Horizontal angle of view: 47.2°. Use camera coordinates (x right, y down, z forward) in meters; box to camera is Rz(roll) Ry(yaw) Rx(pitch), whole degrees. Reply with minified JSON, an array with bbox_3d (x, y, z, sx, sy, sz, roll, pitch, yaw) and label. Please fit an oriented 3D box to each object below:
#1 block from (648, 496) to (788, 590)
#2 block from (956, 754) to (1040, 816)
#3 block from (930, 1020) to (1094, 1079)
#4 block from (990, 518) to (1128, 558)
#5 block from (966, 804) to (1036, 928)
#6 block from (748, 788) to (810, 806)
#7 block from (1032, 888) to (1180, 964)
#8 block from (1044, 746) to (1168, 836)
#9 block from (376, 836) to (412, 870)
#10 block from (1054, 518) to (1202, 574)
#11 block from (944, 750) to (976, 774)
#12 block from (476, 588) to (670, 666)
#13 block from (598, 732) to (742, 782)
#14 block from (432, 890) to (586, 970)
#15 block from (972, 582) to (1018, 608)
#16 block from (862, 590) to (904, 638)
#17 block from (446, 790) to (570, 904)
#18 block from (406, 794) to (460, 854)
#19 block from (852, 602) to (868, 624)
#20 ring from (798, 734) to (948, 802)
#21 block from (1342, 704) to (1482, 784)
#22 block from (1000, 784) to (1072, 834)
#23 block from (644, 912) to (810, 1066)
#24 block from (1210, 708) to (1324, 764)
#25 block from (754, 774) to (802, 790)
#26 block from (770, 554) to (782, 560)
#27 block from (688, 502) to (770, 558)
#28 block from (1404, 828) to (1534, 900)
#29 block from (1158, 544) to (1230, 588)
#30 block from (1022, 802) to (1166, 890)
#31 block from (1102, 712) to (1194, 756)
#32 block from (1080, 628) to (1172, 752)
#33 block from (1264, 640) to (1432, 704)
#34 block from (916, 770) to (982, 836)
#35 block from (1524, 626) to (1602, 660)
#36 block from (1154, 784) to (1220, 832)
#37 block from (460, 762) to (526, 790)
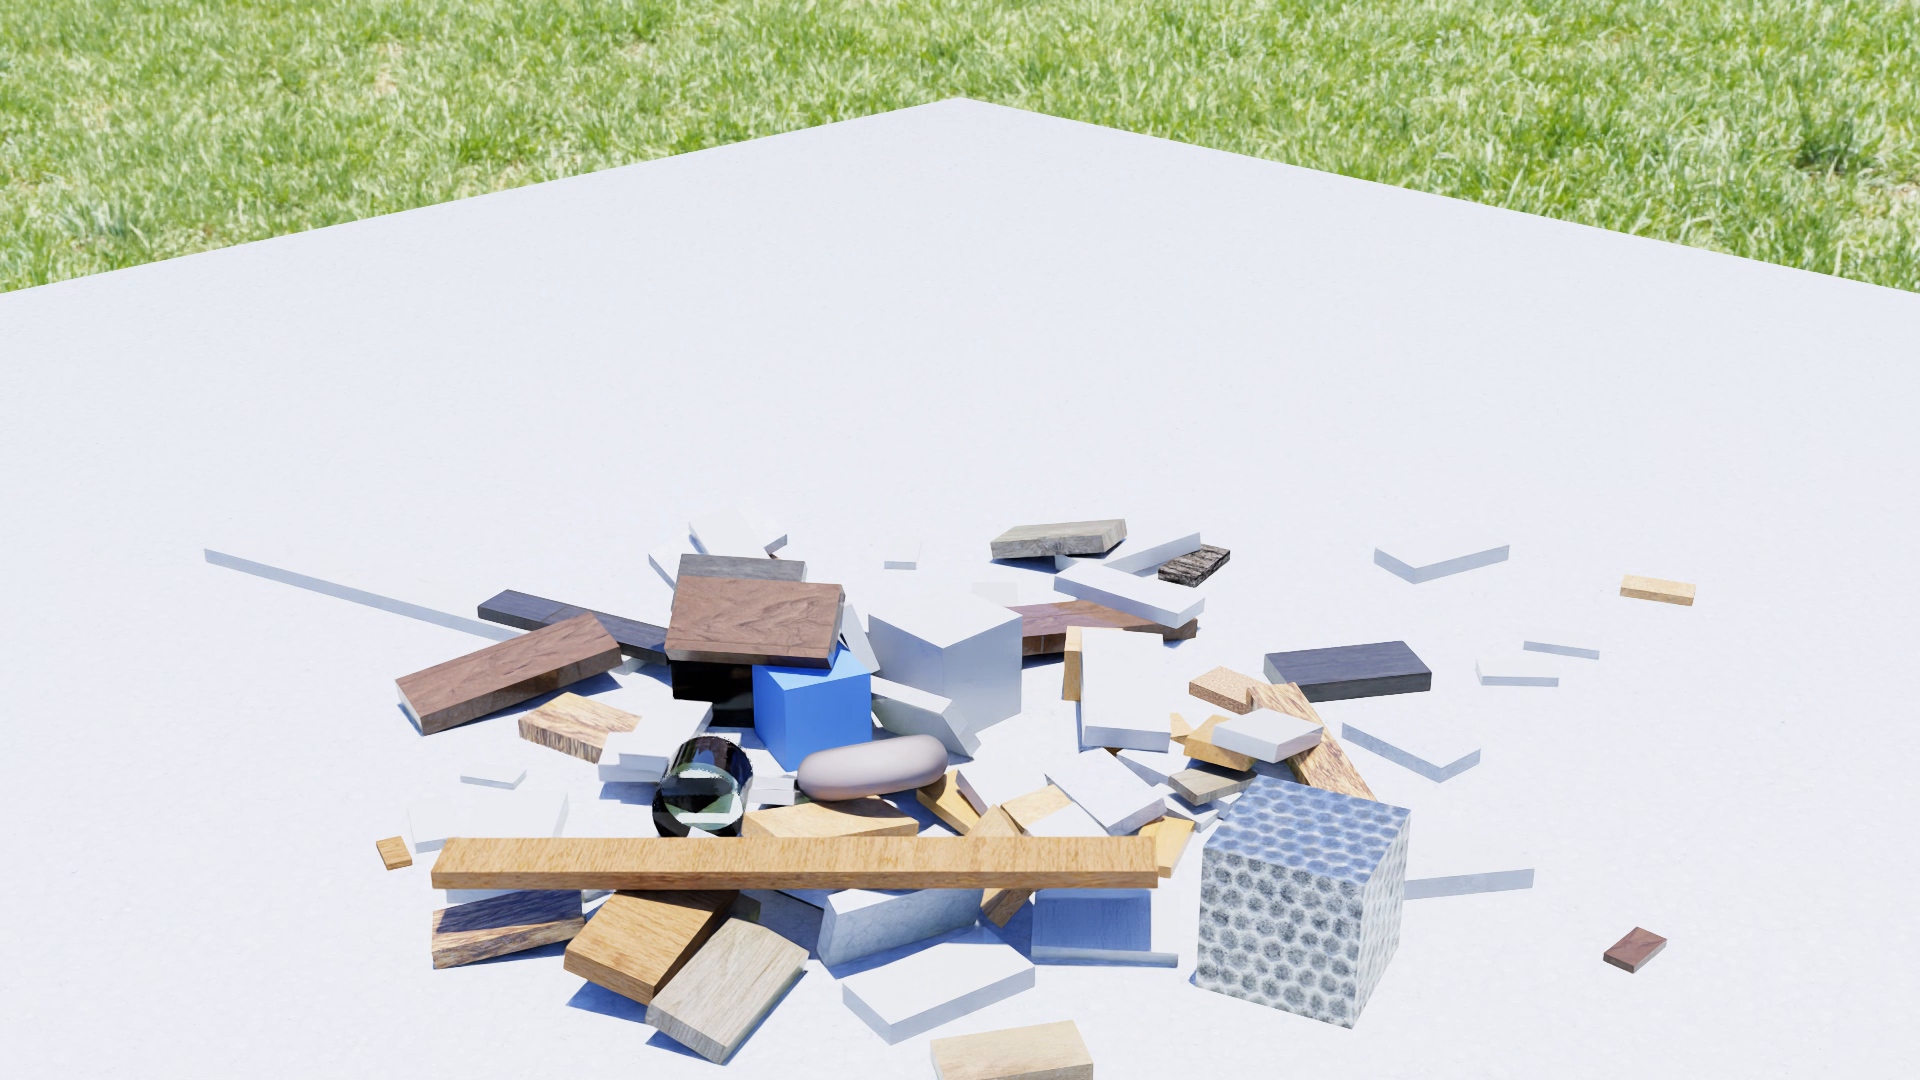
[{"bbox_3d":[-0.541,0.019,4.926,0.280,0.040,0.140,-31,60,-25],"label":"block"},{"bbox_3d":[0.115,0.536,4.355,0.133,0.038,0.266,-12,41,-29],"label":"block"},{"bbox_3d":[0.085,0.868,3.670,0.249,0.035,0.125,-5,24,-12],"label":"block"},{"bbox_3d":[0.252,-0.003,5.603,0.312,0.044,0.156,-4,14,28],"label":"block"},{"bbox_3d":[0.071,0.611,4.143,0.037,0.132,0.265,40,4,-24],"label":"block"},{"bbox_3d":[-0.361,0.514,4.410,0.092,0.026,0.184,3,-5,7],"label":"block"},{"bbox_3d":[0.266,0.698,4.000,0.265,0.037,0.132,2,48,5],"label":"block"},{"bbox_3d":[0.293,0.510,4.454,0.133,0.038,0.266,-26,28,-17],"label":"block"},{"bbox_3d":[-1.106,0.612,4.300,0.049,0.014,0.099,-11,25,-24],"label":"block"},{"bbox_3d":[0.428,0.026,5.594,0.338,0.048,0.169,-18,22,-30],"label":"block"},{"bbox_3d":[-0.008,0.494,4.561,0.102,0.029,0.203,-6,24,-14],"label":"block"},{"bbox_3d":[-0.878,0.202,5.144,0.545,0.032,0.113,12,26,26],"label":"block"},{"bbox_3d":[-0.597,0.448,4.541,0.276,0.039,0.138,0,23,1],"label":"block"},{"bbox_3d":[-0.822,0.699,4.014,0.274,0.039,0.137,-12,25,-7],"label":"block"},{"bbox_3d":[0.083,0.146,5.329,0.112,0.032,0.225,0,14,1],"label":"block"},{"bbox_3d":[-0.168,0.196,5.220,0.112,0.032,0.225,17,24,0],"label":"block"},{"bbox_3d":[-0.880,0.596,4.294,0.172,0.049,0.345,0,23,0],"label":"block"},{"bbox_3d":[-1.052,0.567,4.394,0.086,0.024,0.173,-7,24,-17],"label":"block"},{"bbox_3d":[-0.244,0.201,5.225,0.078,0.022,0.157,20,24,7],"label":"block"},{"bbox_3d":[-0.176,0.459,4.430,0.308,0.103,0.308,-9,-4,-1],"label":"ring"},{"bbox_3d":[0.961,0.433,4.693,0.133,0.038,0.266,-18,29,-37],"label":"block"},{"bbox_3d":[0.206,0.585,4.245,0.133,0.038,0.266,-16,43,-33],"label":"block"},{"bbox_3d":[-0.401,0.774,3.820,0.153,0.043,0.306,27,30,13],"label":"block"},{"bbox_3d":[0.635,0.401,4.528,0.138,0.039,0.276,16,11,27],"label":"block"},{"bbox_3d":[-0.360,0.493,4.479,0.081,0.023,0.163,4,-4,10],"label":"block"},{"bbox_3d":[-0.445,0.162,5.019,0.040,0.280,0.140,-15,27,-32],"label":"block"},{"bbox_3d":[-0.498,0.029,4.874,0.112,0.032,0.225,-24,62,-22],"label":"block"},{"bbox_3d":[0.926,0.624,4.233,0.310,0.044,0.155,-4,23,-9],"label":"block"},{"bbox_3d":[0.595,0.062,5.577,0.103,0.029,0.206,13,26,29],"label":"block"},{"bbox_3d":[0.253,0.615,4.146,0.132,0.037,0.265,-21,51,-37],"label":"block"},{"bbox_3d":[0.392,0.420,4.733,0.206,0.029,0.103,-7,24,-16],"label":"block"},{"bbox_3d":[0.350,0.316,4.700,0.178,0.050,0.356,5,32,-1],"label":"block"},{"bbox_3d":[0.878,0.300,4.992,0.338,0.048,0.169,-5,23,-11],"label":"block"},{"bbox_3d":[0.019,0.539,4.404,0.102,0.029,0.203,-24,41,-37],"label":"block"},{"bbox_3d":[1.415,0.241,5.161,0.172,0.024,0.086,7,24,17],"label":"block"},{"bbox_3d":[0.443,0.539,4.438,0.141,0.020,0.071,23,29,30],"label":"block"},{"bbox_3d":[-0.972,0.492,4.580,0.122,0.017,0.061,6,24,15],"label":"block"}]
